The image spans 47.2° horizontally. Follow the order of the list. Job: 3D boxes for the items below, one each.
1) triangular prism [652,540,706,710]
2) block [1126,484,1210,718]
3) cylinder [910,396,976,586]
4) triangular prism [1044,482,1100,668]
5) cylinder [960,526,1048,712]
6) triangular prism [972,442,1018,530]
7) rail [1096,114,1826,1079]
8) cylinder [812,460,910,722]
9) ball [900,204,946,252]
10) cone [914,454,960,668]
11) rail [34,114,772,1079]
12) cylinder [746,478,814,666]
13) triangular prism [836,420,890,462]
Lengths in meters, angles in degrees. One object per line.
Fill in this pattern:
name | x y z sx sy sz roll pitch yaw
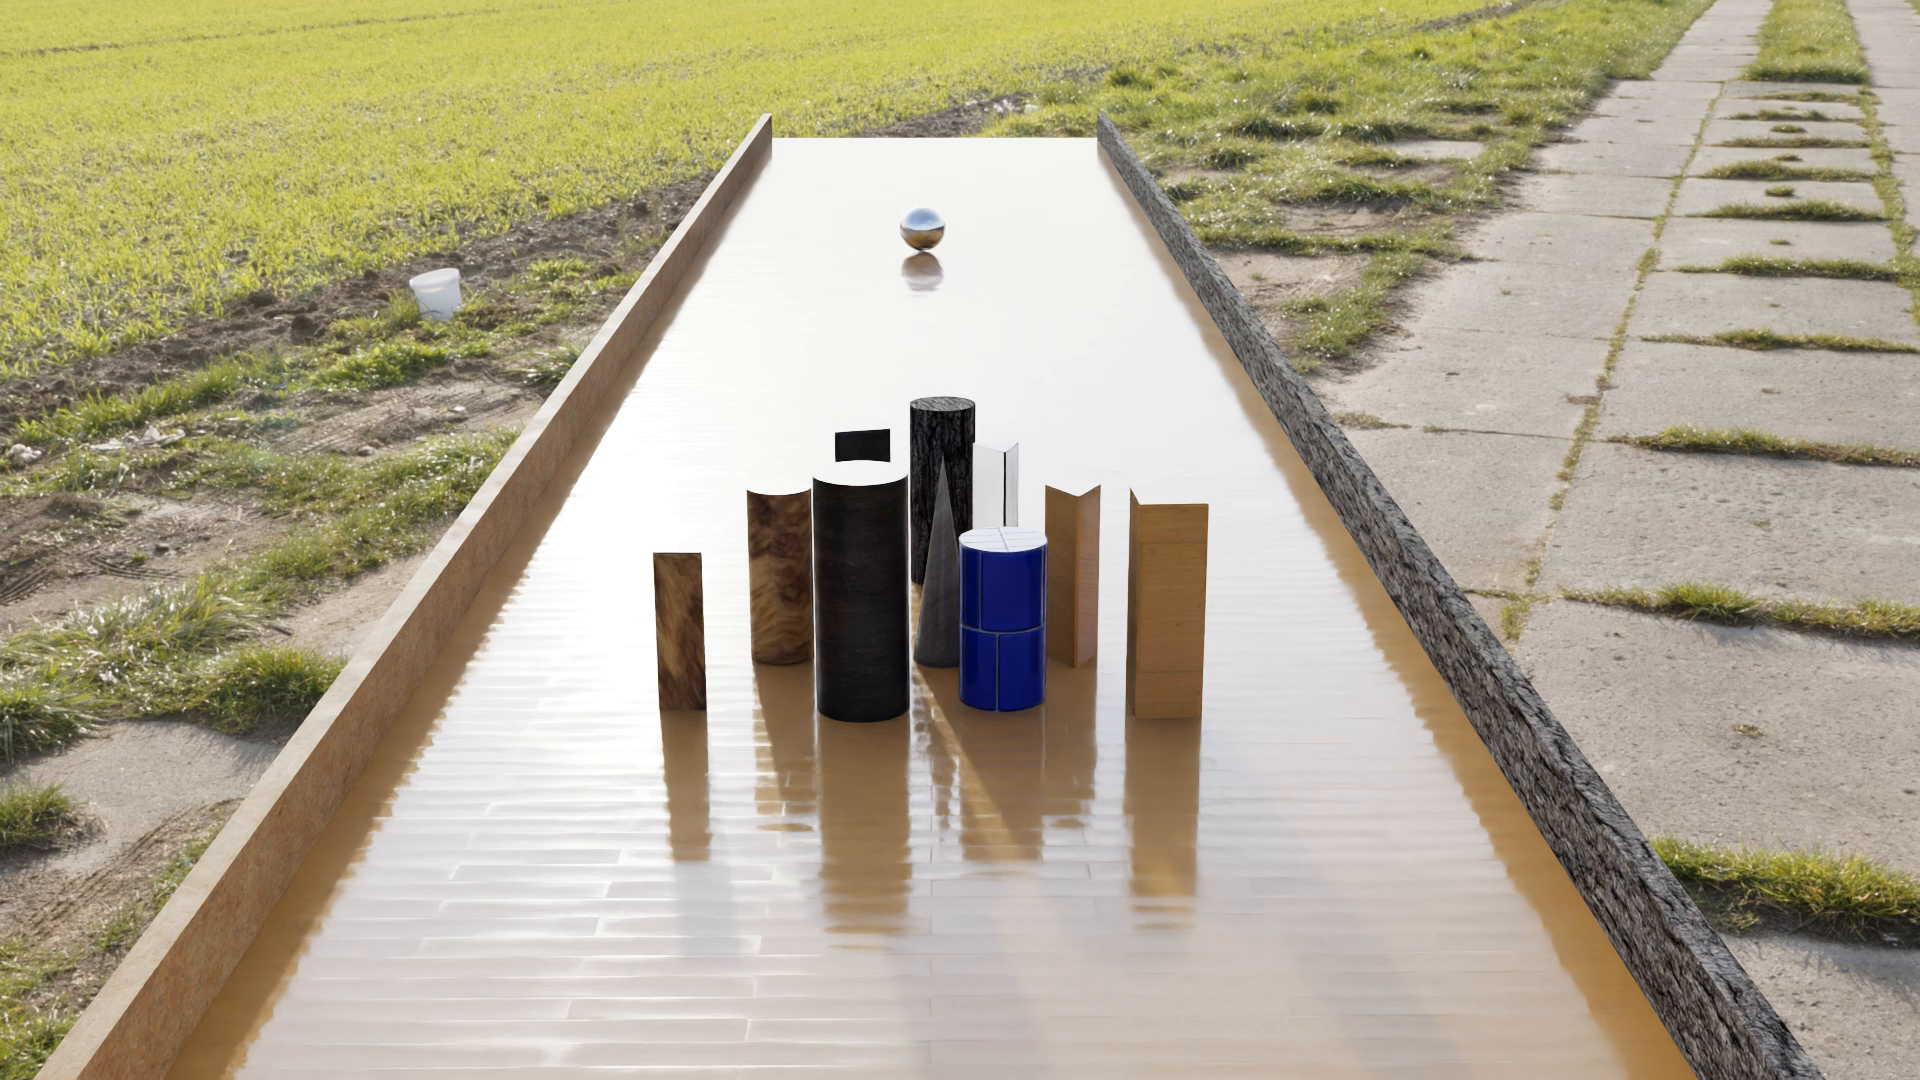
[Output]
triangular prism | -0.521 0.160 4.143 0.091 0.312 0.079 1 17 3
block | 0.385 0.115 4.112 0.127 0.415 0.127 -1 17 -4
cylinder | -0.038 -0.107 4.884 0.145 0.401 0.145 0 17 0
triangular prism | 0.239 0.064 4.387 0.094 0.355 0.109 -11 20 -32
cylinder | 0.081 0.149 4.171 0.167 0.316 0.167 0 17 0
triangular prism | 0.091 -0.020 4.639 0.084 0.374 0.097 -15 22 -40
rail | 0.932 -0.844 7.801 0.050 0.150 12.000 0 17 -1
cylinder | -0.183 0.095 4.104 0.177 0.457 0.177 0 17 0
ball | -0.159 -1.323 9.332 0.196 0.196 0.196 0 17 0
cone | -0.033 0.033 4.368 0.123 0.425 0.123 0 17 0
rail | -1.118 -0.838 7.780 0.050 0.150 12.000 0 17 -1
cylinder | -0.358 0.063 4.395 0.130 0.354 0.130 0 17 0
triangular prism | -0.214 -0.044 4.650 0.116 0.413 0.101 -4 17 -15
